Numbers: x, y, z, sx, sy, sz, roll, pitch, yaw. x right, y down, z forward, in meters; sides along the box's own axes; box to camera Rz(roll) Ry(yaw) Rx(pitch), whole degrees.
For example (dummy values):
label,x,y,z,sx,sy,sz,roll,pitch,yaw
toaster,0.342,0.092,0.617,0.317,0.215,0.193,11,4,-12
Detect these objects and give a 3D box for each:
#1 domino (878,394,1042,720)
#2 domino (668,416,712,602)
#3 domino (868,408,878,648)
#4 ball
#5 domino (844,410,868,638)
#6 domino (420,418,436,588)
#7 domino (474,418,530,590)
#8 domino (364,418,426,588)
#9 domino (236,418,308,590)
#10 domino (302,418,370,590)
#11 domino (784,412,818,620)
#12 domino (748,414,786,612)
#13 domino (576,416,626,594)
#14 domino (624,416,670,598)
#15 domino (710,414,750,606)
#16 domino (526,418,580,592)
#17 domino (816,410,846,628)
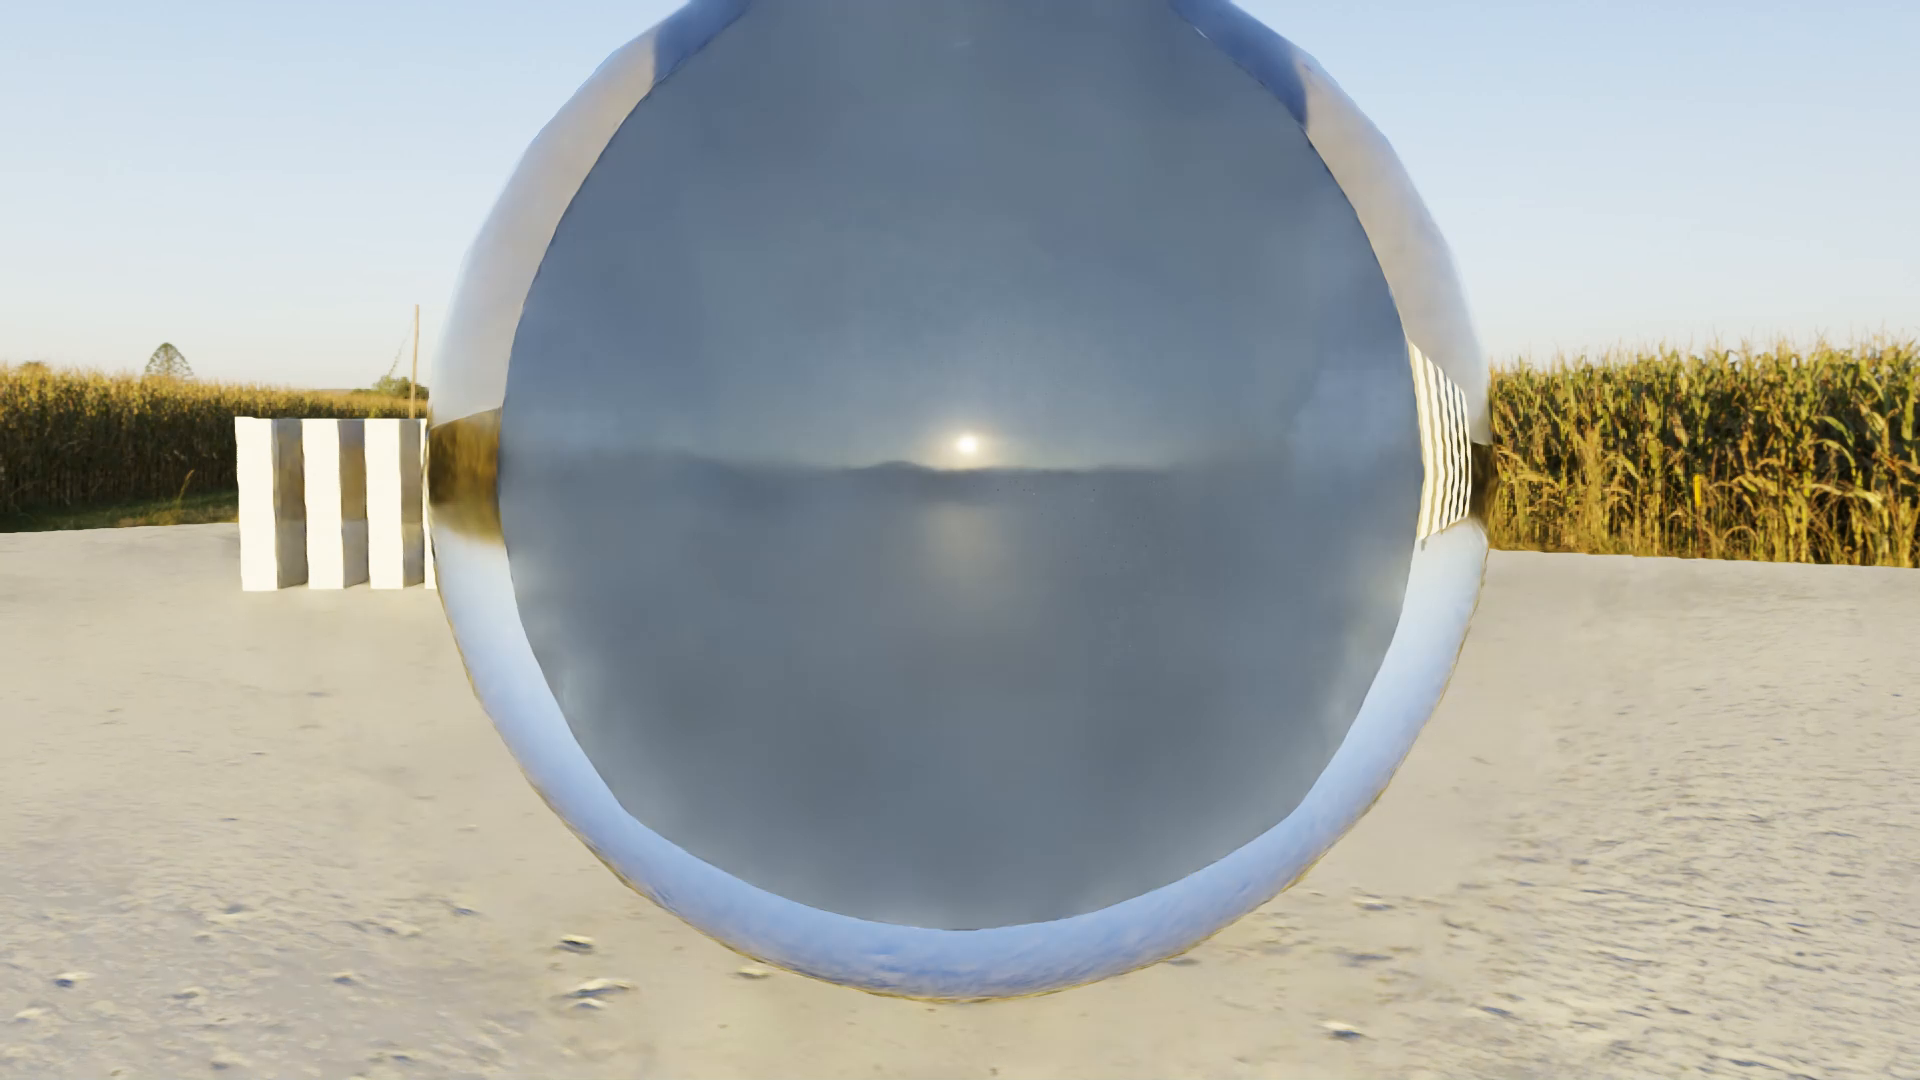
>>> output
label,x,y,z,sx,sy,sz,roll,pitch,yaw
domino,0.000,0.002,0.201,0.025,0.050,0.009,0,4,0
domino,-0.068,-0.009,0.358,0.009,0.050,0.025,3,5,36
domino,-0.006,-0.003,0.272,0.025,0.050,0.009,-1,4,-17
ball,0.000,-0.005,0.103,0.080,0.080,0.080,0,4,0
domino,-0.012,-0.004,0.289,0.025,0.050,0.009,-2,5,-23
domino,-0.152,-0.012,0.388,0.009,0.050,0.025,0,4,5
domino,-0.134,-0.011,0.386,0.010,0.050,0.025,1,4,11
domino,-0.170,-0.012,0.389,0.009,0.050,0.025,0,4,-4
domino,-0.205,-0.011,0.384,0.009,0.050,0.025,0,4,-6
domino,-0.188,-0.011,0.387,0.009,0.050,0.025,-1,4,-8
domino,-0.030,-0.006,0.320,0.025,0.050,0.009,-3,5,-36
domino,-0.042,-0.007,0.334,0.025,0.050,0.010,-4,6,-42
domino,-0.100,-0.011,0.375,0.009,0.050,0.025,2,5,23
domino,-0.083,-0.010,0.367,0.009,0.050,0.025,2,5,29
domino,-0.054,-0.008,0.346,0.009,0.050,0.025,4,6,42
domino,-0.116,-0.011,0.381,0.009,0.050,0.025,1,4,17
domino,-0.021,-0.005,0.305,0.025,0.050,0.010,-2,5,-30
